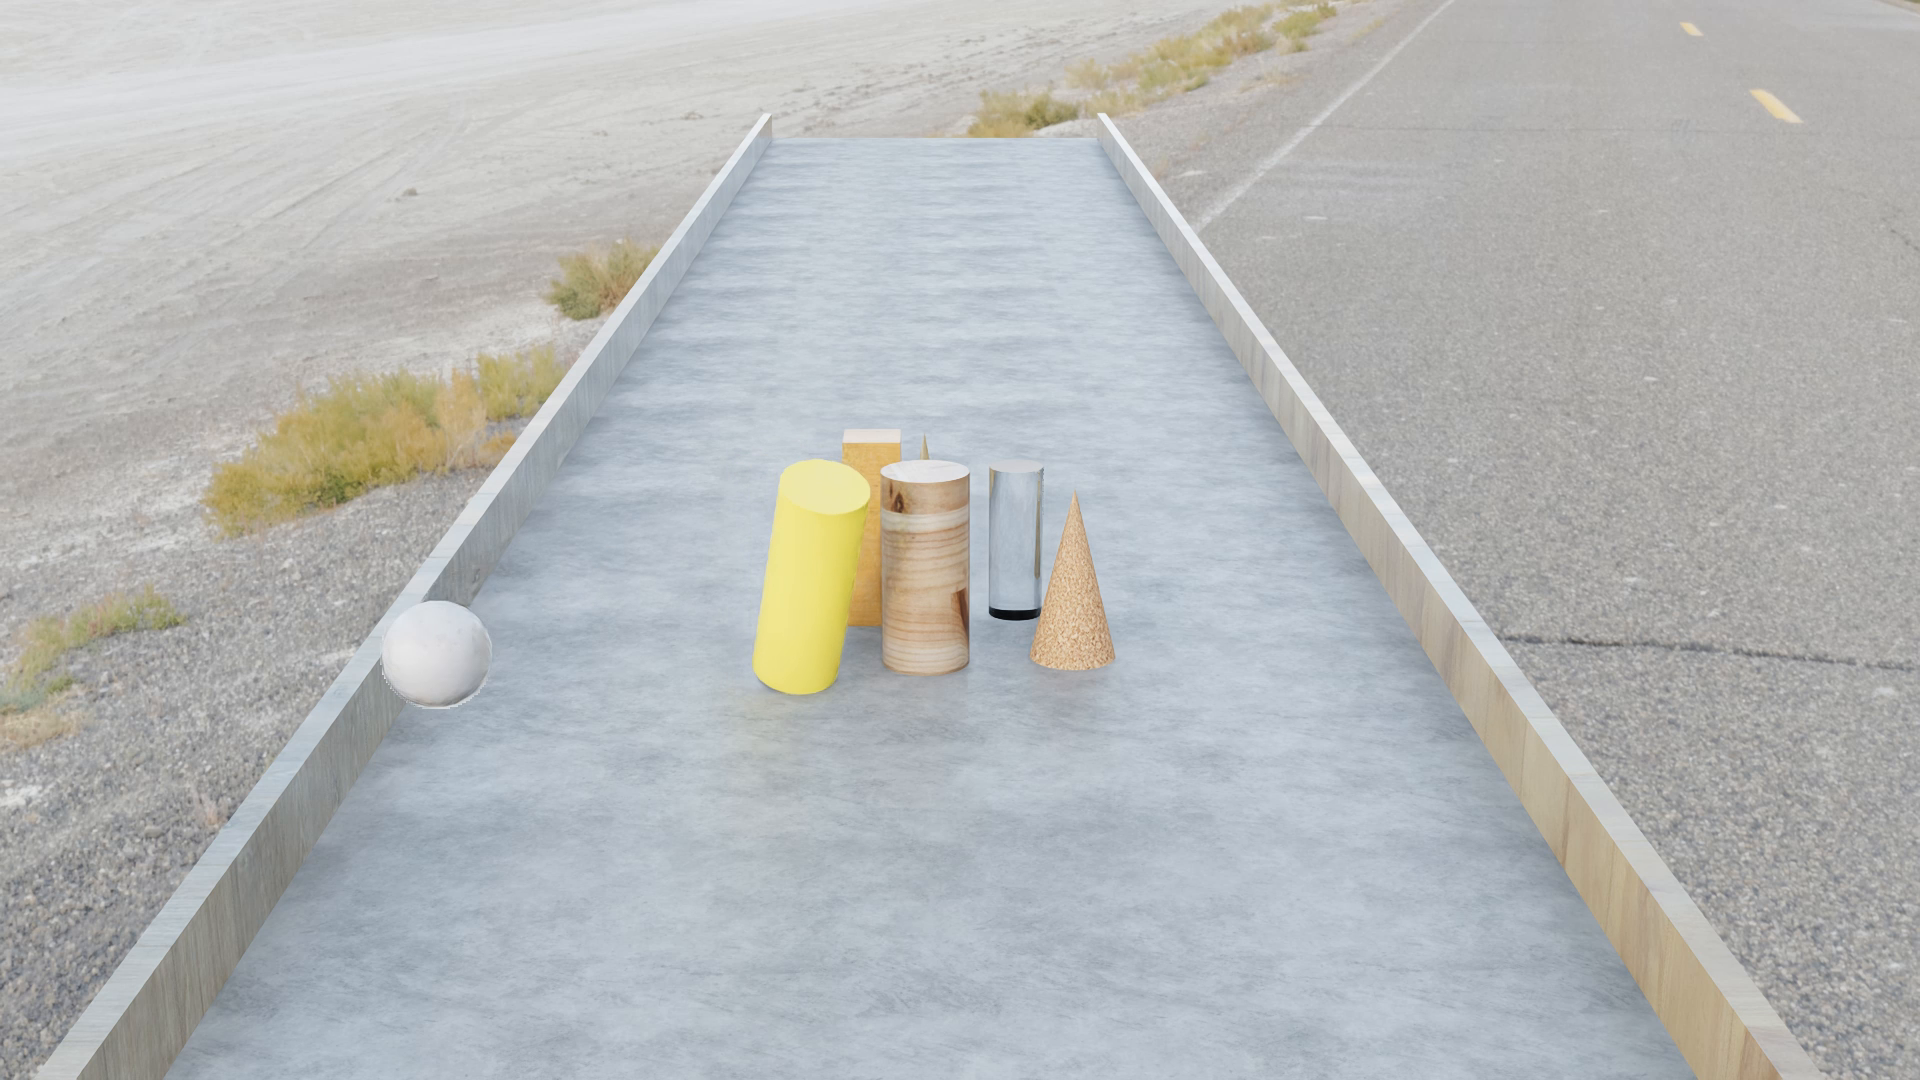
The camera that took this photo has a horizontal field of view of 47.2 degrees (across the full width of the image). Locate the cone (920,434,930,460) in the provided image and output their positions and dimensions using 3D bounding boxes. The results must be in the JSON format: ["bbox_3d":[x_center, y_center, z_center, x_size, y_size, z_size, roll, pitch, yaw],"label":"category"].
[{"bbox_3d":[-0.078,-0.075,4.884,0.126,0.340,0.126,0,17,0],"label":"cone"}]

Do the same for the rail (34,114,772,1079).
[{"bbox_3d":[-1.118,-0.838,7.780,0.050,0.150,12.000,0,17,-1],"label":"rail"}]

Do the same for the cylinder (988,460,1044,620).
[{"bbox_3d":[0.118,0.000,4.660,0.114,0.323,0.114,0,17,0],"label":"cylinder"}]

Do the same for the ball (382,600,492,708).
[{"bbox_3d":[-0.907,0.198,3.818,0.186,0.186,0.186,0,17,0],"label":"ball"}]

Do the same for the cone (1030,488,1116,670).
[{"bbox_3d":[0.227,0.065,4.393,0.173,0.350,0.173,0,17,0],"label":"cone"}]

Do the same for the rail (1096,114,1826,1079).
[{"bbox_3d":[0.932,-0.844,7.801,0.050,0.150,12.000,0,17,-1],"label":"rail"}]

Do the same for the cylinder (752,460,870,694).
[{"bbox_3d":[-0.285,0.073,4.162,0.168,0.436,0.168,8,36,-6],"label":"cylinder"}]

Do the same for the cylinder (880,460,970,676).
[{"bbox_3d":[-0.068,0.054,4.354,0.175,0.394,0.175,0,17,0],"label":"cylinder"}]

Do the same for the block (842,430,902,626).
[{"bbox_3d":[-0.182,-0.026,4.620,0.118,0.396,0.118,0,17,0],"label":"block"}]
